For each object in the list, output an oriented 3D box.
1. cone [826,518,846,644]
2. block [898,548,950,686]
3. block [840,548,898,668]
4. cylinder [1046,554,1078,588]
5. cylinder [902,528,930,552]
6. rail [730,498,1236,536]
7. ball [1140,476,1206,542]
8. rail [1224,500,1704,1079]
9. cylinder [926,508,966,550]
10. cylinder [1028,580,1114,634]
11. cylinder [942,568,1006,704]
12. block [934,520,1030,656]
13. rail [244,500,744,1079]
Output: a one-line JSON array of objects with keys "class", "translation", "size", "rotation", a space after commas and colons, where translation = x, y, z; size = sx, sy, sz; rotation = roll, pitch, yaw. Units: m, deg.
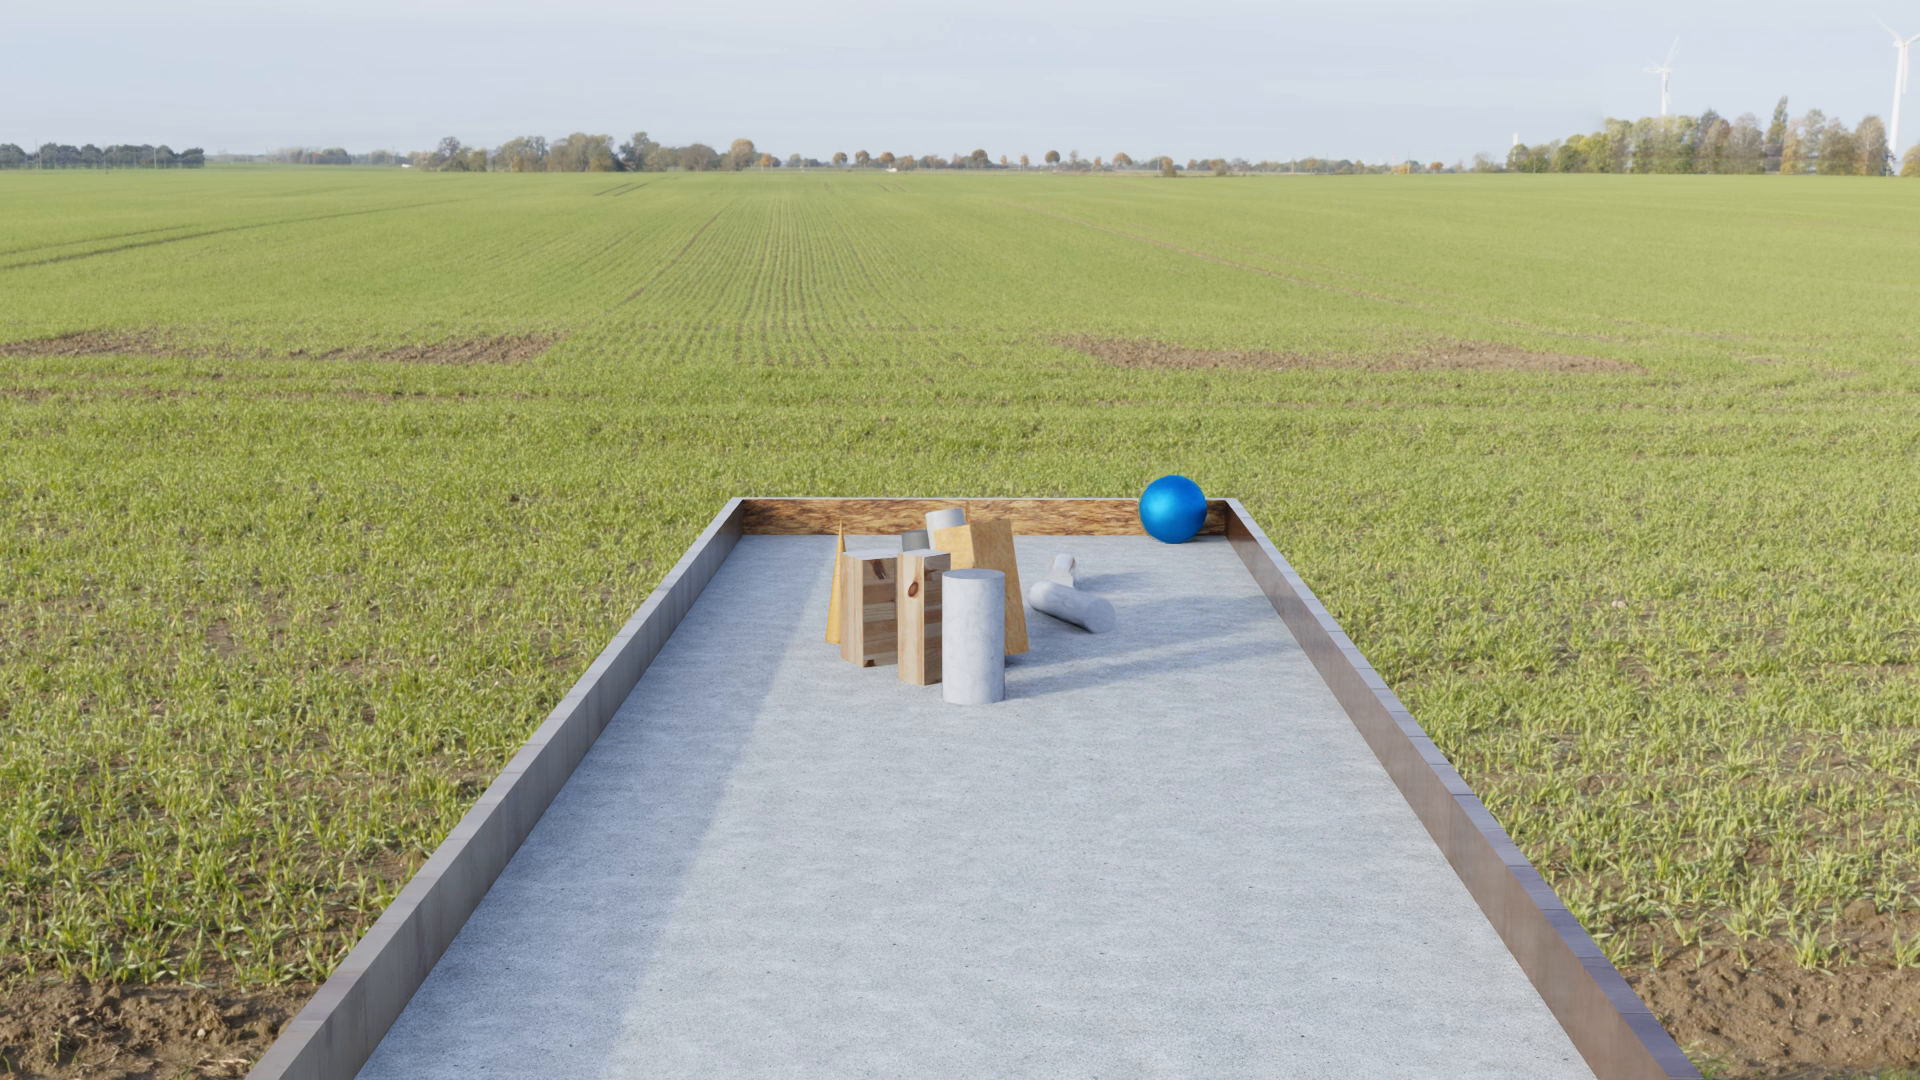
[{"class": "cone", "translation": [-0.375, 0.124, 6.964], "size": [0.108, 0.396, 0.108], "rotation": [0, 9, 0]}, {"class": "block", "translation": [-0.104, 0.223, 6.397], "size": [0.109, 0.377, 0.109], "rotation": [9, 13, 44]}, {"class": "block", "translation": [-0.256, 0.204, 6.674], "size": [0.162, 0.327, 0.162], "rotation": [-5, 10, -28]}, {"class": "cylinder", "translation": [0.366, 0.122, 7.921], "size": [0.100, 0.100, 0.304], "rotation": [1, 9, 5]}, {"class": "cylinder", "translation": [-0.095, 0.143, 6.939], "size": [0.150, 0.349, 0.150], "rotation": [-5, 3, 0]}, {"class": "rail", "translation": [0.099, -0.098, 9.147], "size": [2.100, 0.150, 0.050], "rotation": [0, 9, 1]}, {"class": "ball", "translation": [0.865, -0.126, 8.930], "size": [0.274, 0.274, 0.274], "rotation": [0, 9, 0]}, {"class": "rail", "translation": [1.046, 0.843, 3.208], "size": [0.050, 0.150, 12.000], "rotation": [0, 9, 1]}, {"class": "cylinder", "translation": [-0.017, 0.123, 6.804], "size": [0.120, 0.431, 0.120], "rotation": [-9, -3, 0]}, {"class": "cylinder", "translation": [0.366, 0.218, 7.277], "size": [0.112, 0.112, 0.398], "rotation": [-4, 10, -24]}, {"class": "cylinder", "translation": [0.038, 0.270, 6.177], "size": [0.177, 0.354, 0.177], "rotation": [0, 9, 0]}, {"class": "block", "translation": [0.065, 0.154, 6.660], "size": [0.167, 0.405, 0.167], "rotation": [-8, -1, -42]}, {"class": "rail", "translation": [-1.004, 0.839, 3.234], "size": [0.050, 0.150, 12.000], "rotation": [0, 9, 1]}]
